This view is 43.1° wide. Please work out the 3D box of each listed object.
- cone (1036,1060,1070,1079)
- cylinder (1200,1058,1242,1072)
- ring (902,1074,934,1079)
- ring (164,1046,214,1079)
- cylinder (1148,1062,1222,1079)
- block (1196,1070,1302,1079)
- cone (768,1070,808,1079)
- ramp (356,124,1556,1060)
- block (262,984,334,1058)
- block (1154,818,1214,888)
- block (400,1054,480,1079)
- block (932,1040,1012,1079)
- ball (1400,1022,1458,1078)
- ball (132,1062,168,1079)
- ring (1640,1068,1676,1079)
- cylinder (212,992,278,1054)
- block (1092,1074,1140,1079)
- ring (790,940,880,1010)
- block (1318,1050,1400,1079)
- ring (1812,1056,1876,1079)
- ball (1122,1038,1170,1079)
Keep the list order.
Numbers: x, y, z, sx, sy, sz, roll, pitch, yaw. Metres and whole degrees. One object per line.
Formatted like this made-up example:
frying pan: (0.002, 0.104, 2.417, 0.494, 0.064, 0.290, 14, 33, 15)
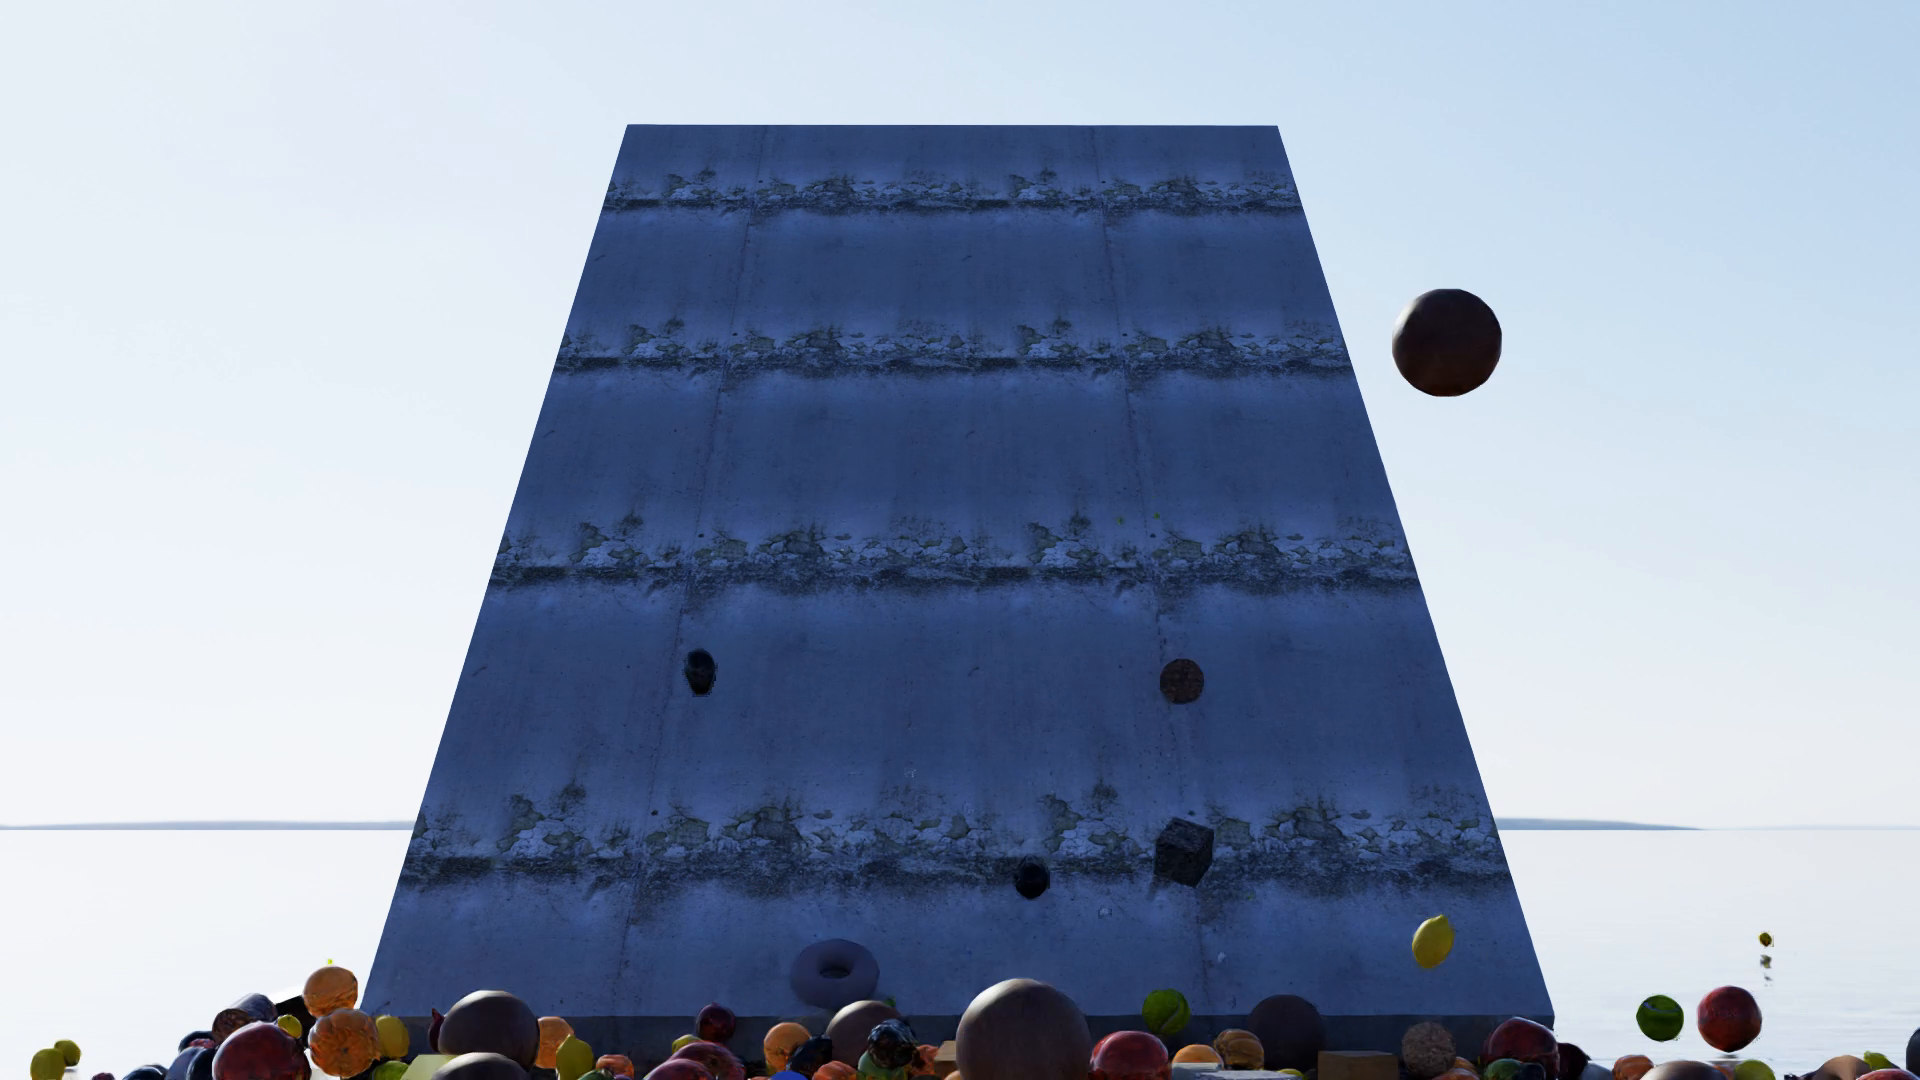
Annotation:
cone: (0.131, 0.695, 3.085, 0.053, 0.053, 0.053, 7, 15, -46)
cylinder: (0.360, 0.754, 3.343, 0.070, 0.070, 0.070, 4, 0, -33)
ring: (-0.040, 0.783, 3.452, 0.112, 0.037, 0.112, 1, -3, 0)
ring: (-1.069, 0.747, 3.370, 0.031, 0.094, 0.094, 14, -3, 16)
cylinder: (0.295, 0.725, 3.172, 0.086, 0.086, 0.086, -2, -7, 15)
block: (0.353, 0.699, 2.965, 0.093, 0.093, 0.093, 3, -7, -24)
cone: (-0.240, 0.763, 3.262, 0.077, 0.077, 0.077, 3, -34, -26)
ramp: (-0.014, -0.199, 5.797, 2.000, 0.100, 4.000, 0, 31, 0)
block: (-1.155, 0.831, 4.209, 0.093, 0.093, 0.093, -18, 5, -36)
block: (0.402, 0.561, 4.372, 0.079, 0.079, 0.079, 16, 34, 24)
block: (-0.655, 0.703, 3.059, 0.077, 0.077, 0.077, -2, 25, 18)
block: (0.018, 0.724, 3.243, 0.090, 0.090, 0.090, -1, 6, 11)
ball: (0.622, 0.676, 3.230, 0.074, 0.074, 0.074, 0, -7, 0)
ball: (-1.151, 0.770, 3.465, 0.052, 0.052, 0.052, 0, -7, 0)
ring: (0.899, 0.720, 3.115, 0.029, 0.086, 0.086, -6, -4, -20)
cylinder: (-1.079, 0.730, 3.673, 0.073, 0.073, 0.073, -1, 7, 9)
block: (0.214, 0.764, 3.348, 0.052, 0.052, 0.052, 1, -7, -12)
ring: (-0.211, 0.733, 4.112, 0.150, 0.050, 0.150, 0, 32, 0)
block: (0.553, 0.753, 3.377, 0.080, 0.080, 0.080, 3, -7, -22)
ring: (1.087, 0.690, 3.001, 0.037, 0.111, 0.111, 24, -13, -13)
ball: (0.261, 0.733, 3.409, 0.070, 0.070, 0.070, 0, -7, 0)
